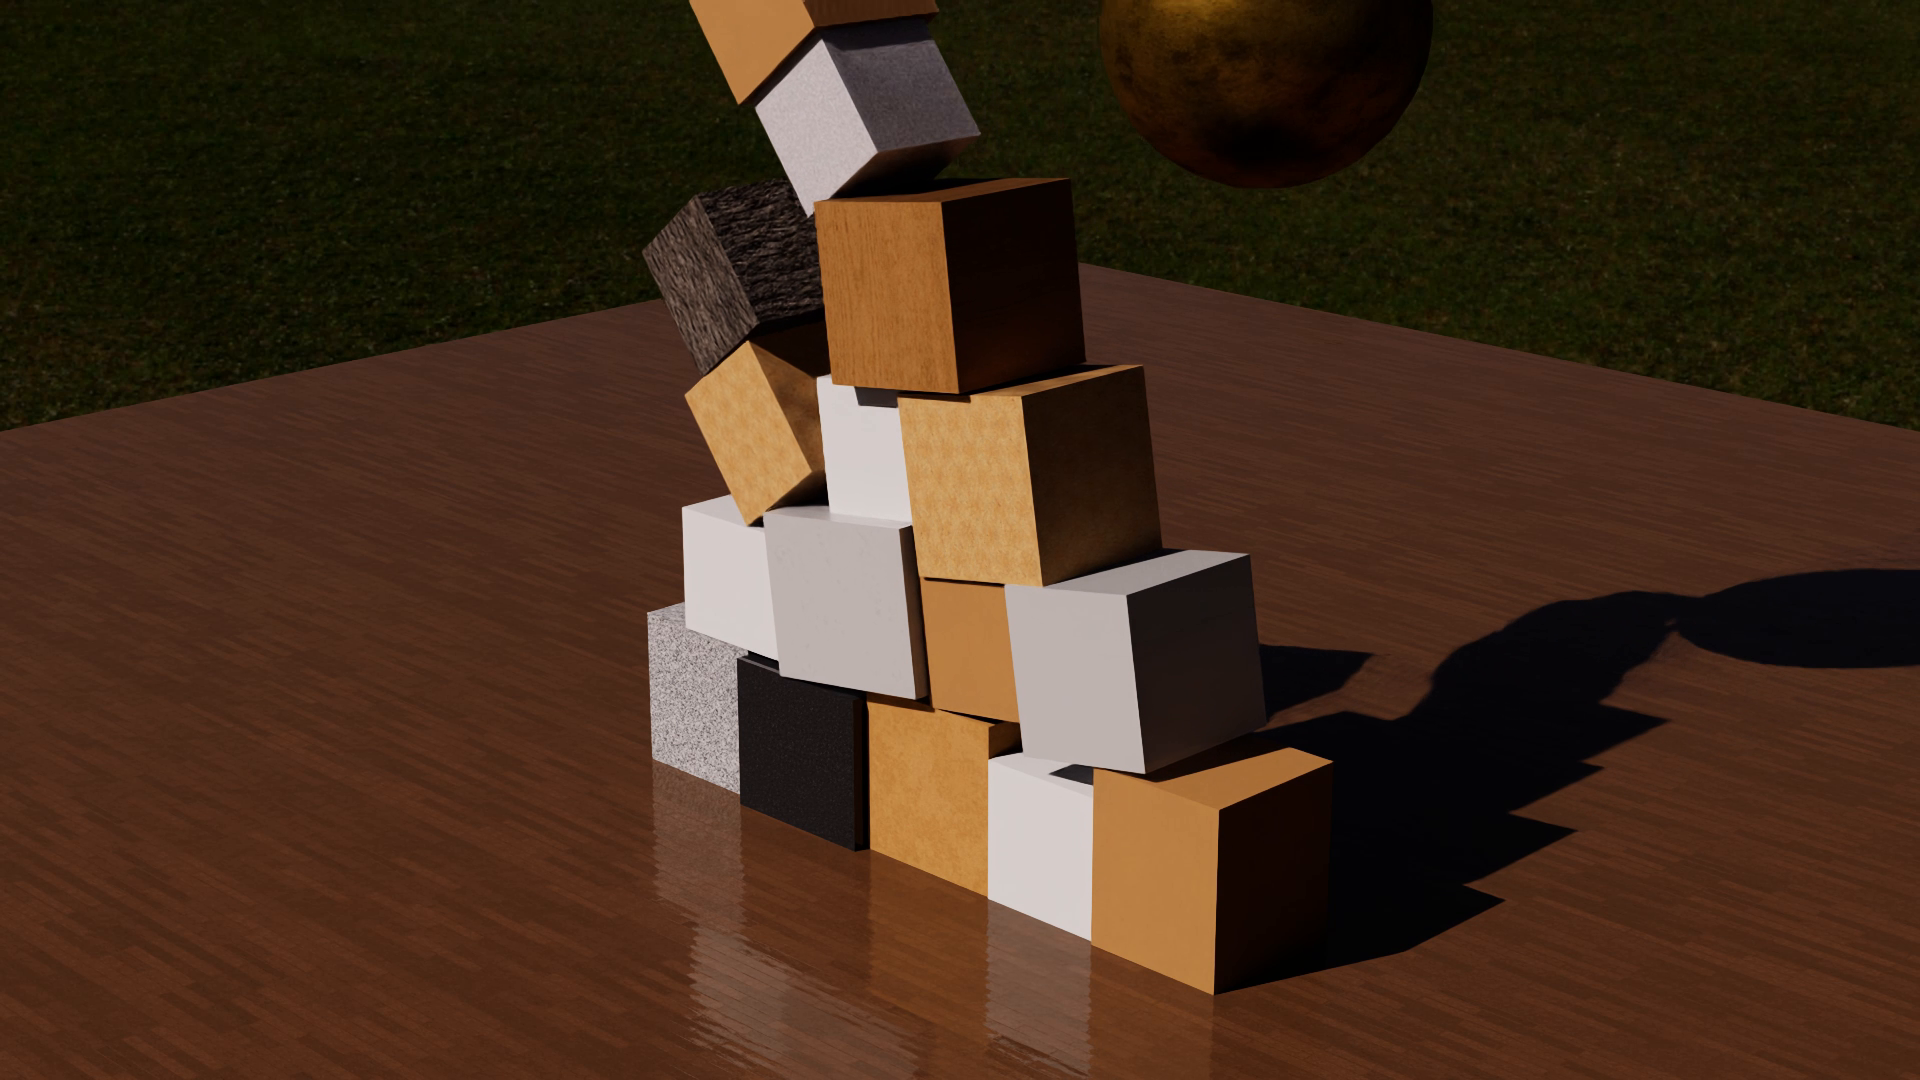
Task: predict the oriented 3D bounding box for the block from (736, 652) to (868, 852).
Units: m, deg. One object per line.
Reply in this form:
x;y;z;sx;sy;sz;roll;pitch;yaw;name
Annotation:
-0.493;0.925;14.143;0.811;0.754;0.816;-17;24;-42;block

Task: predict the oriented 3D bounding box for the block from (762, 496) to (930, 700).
-0.266;0.207;13.668;0.919;0.786;0.831;7;17;45;block

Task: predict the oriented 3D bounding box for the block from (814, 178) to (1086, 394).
-0.042;-1.142;12.993;0.797;0.819;0.812;-17;16;-42;block

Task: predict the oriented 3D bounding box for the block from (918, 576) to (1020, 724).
0.282;0.407;13.165;0.593;0.617;0.671;7;17;45;block

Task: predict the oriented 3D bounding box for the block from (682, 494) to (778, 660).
-0.867;0.140;14.276;0.695;0.618;0.657;17;24;42;block

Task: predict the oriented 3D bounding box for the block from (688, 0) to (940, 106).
-0.697;-2.491;13.302;0.758;0.717;0.659;-16;-14;-42;block

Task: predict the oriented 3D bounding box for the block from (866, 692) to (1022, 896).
0.095;1.062;13.600;0.700;0.820;0.789;-17;24;-42;block

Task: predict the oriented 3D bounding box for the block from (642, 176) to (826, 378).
-0.981;-1.262;13.962;0.667;0.691;0.557;-17;-14;-41;block

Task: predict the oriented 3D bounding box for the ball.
1.467;-2.489;14.097;1.600;1.600;1.600;0;17;0;ball

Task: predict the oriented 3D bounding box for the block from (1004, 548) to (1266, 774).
0.765;0.502;12.719;0.805;0.768;0.709;-17;14;-43;block

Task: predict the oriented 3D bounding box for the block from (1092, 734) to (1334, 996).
1.083;1.353;12.642;0.756;0.838;0.697;-17;24;-42;block

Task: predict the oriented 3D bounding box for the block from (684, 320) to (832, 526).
-0.765;-0.572;13.968;0.662;0.712;0.591;-17;-14;-42;block

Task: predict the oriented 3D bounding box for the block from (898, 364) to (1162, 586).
0.311;-0.303;12.948;0.775;0.824;0.766;-17;14;-43;block

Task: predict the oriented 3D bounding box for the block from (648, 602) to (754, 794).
-1.043;0.740;14.692;0.693;0.777;0.761;-17;24;-42;block

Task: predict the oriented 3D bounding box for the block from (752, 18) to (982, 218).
-0.423;-1.897;13.171;0.635;0.612;0.581;-17;-14;-42;block

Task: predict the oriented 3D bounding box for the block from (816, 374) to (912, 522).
-0.196;-0.473;13.414;0.619;0.631;0.606;-17;16;-43;block

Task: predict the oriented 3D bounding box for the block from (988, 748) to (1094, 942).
0.610;1.286;13.134;0.728;0.670;0.643;-17;24;-42;block
